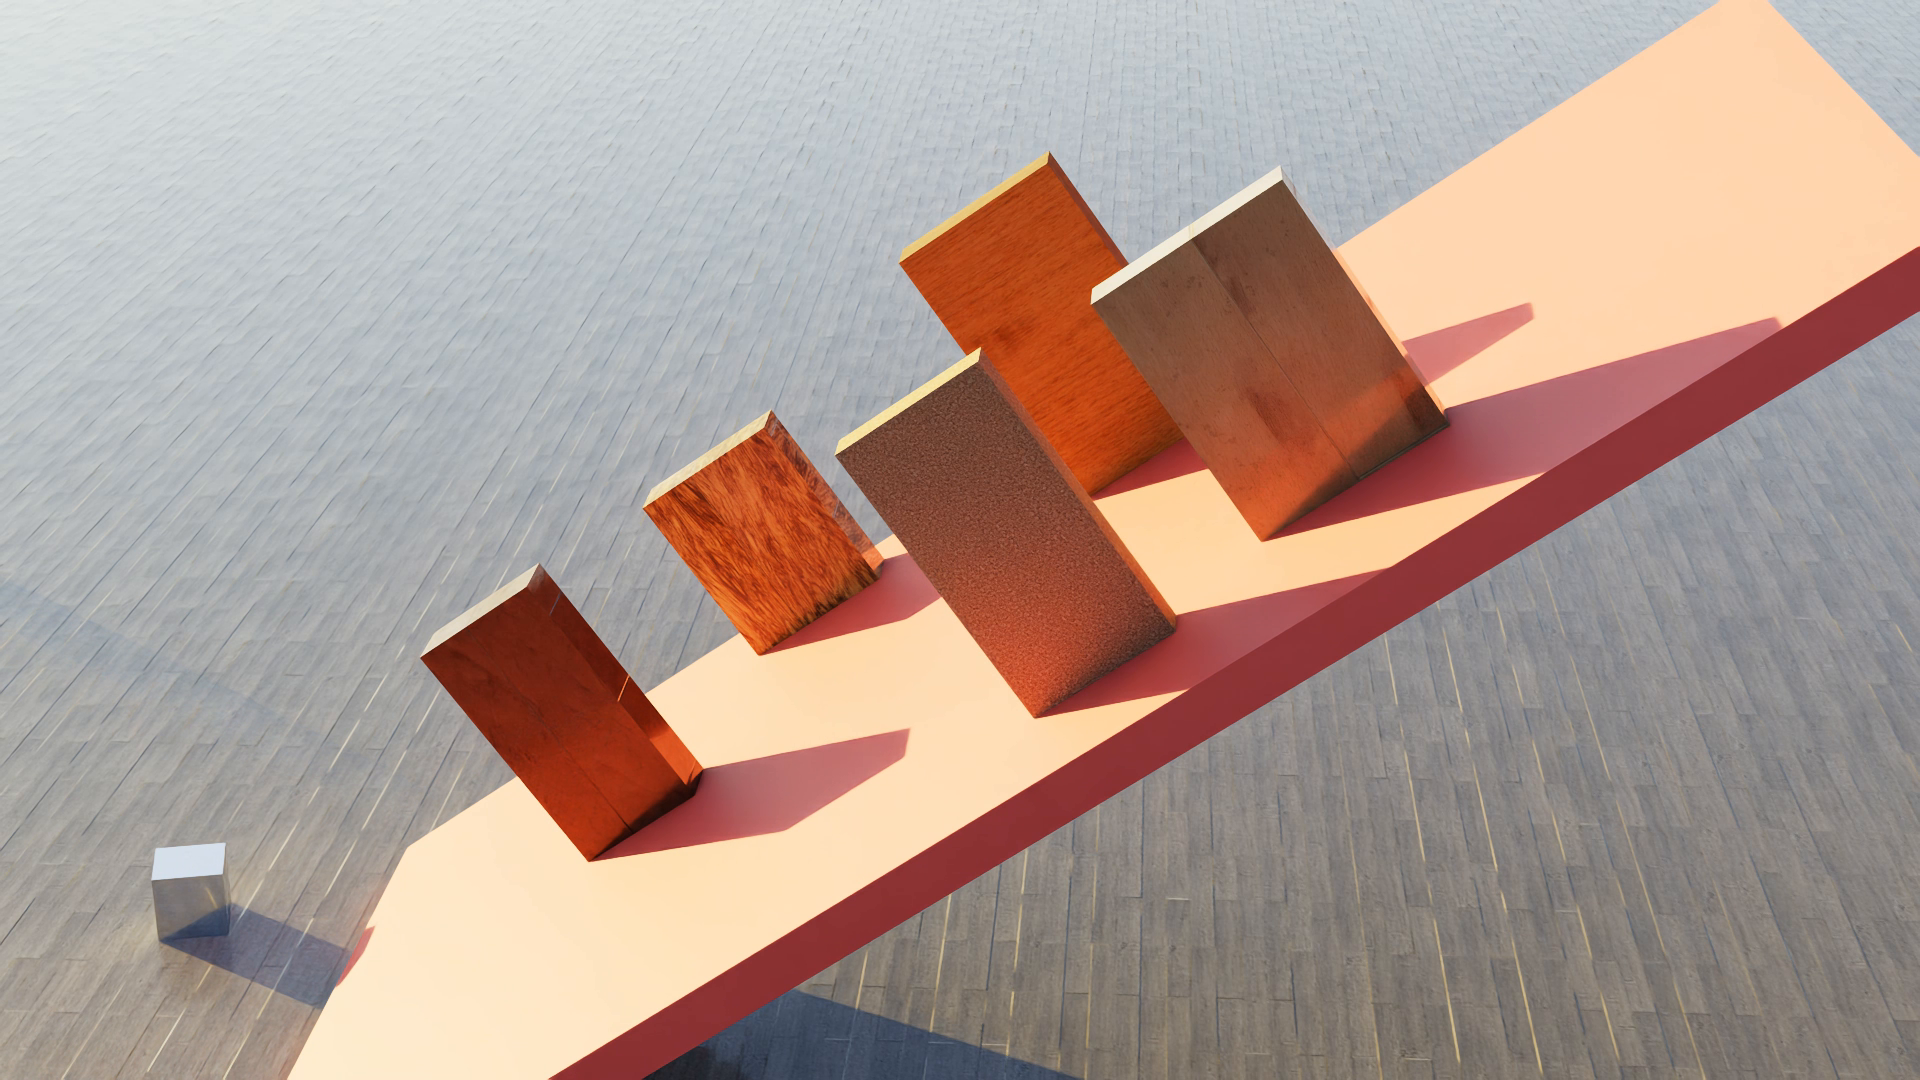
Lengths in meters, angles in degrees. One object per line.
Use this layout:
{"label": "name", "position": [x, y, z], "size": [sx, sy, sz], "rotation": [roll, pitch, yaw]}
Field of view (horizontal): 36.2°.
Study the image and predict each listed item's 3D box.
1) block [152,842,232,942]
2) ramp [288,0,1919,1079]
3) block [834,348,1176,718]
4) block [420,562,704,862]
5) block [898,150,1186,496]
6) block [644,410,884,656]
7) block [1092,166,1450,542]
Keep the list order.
{"label": "block", "position": [-1.960, 0.897, 7.509], "size": [0.174, 0.174, 0.174], "rotation": [-4, 22, -10]}
{"label": "ramp", "position": [0.135, 0.174, 6.308], "size": [4.000, 0.100, 2.000], "rotation": [-33, 16, 15]}
{"label": "block", "position": [0.090, -0.007, 5.523], "size": [0.326, 0.646, 0.083], "rotation": [-33, 16, 15]}
{"label": "block", "position": [-0.885, 0.389, 6.577], "size": [0.303, 0.607, 0.139], "rotation": [-33, 16, 15]}
{"label": "block", "position": [0.227, -0.461, 6.485], "size": [0.394, 0.681, 0.108], "rotation": [-33, 16, 15]}
{"label": "block", "position": [-0.473, -0.015, 7.121], "size": [0.366, 0.467, 0.130], "rotation": [-33, 16, 15]}
{"label": "block", "position": [0.587, -0.346, 5.558], "size": [0.424, 0.576, 0.102], "rotation": [-33, 16, 15]}
